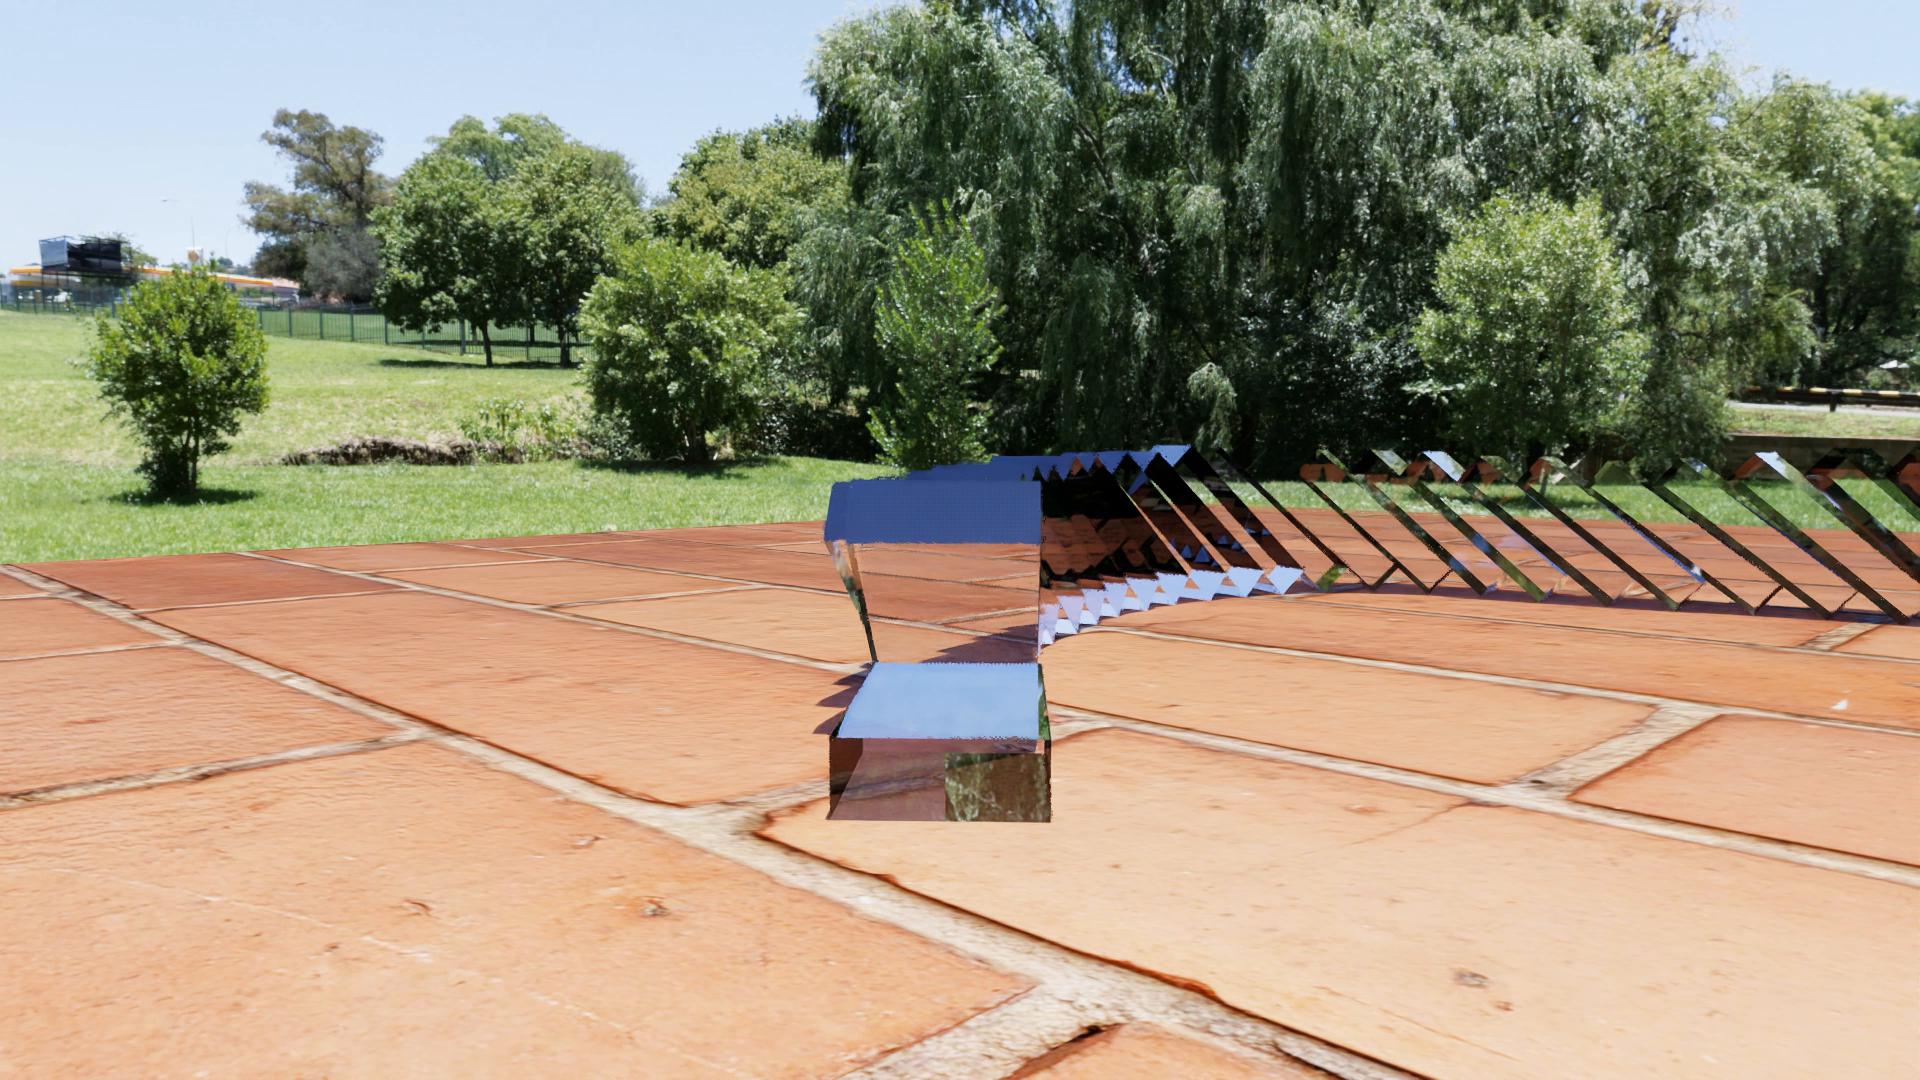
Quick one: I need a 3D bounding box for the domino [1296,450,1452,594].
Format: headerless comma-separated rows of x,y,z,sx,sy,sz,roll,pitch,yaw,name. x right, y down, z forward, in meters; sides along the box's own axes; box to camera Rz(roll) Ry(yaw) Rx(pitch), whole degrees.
0.122,-0.006,0.376,0.050,0.010,0.025,45,18,13,domino

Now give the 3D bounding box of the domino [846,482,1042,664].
-0.001,0.009,0.188,0.025,0.009,0.050,0,-31,3,domino

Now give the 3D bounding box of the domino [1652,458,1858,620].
0.204,-0.001,0.328,0.025,0.009,0.050,-5,46,-52,domino

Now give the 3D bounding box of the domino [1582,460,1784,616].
0.189,-0.002,0.336,0.050,0.010,0.025,44,25,23,domino

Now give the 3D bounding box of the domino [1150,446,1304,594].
0.074,-0.006,0.369,0.050,0.009,0.025,45,-8,-14,domino

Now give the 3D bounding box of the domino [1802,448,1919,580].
0.232,-0.001,0.310,0.025,0.009,0.050,-3,49,-37,domino

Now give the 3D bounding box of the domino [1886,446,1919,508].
0.246,-0.001,0.301,0.025,0.010,0.050,2,45,-21,domino

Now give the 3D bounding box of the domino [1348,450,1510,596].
0.138,-0.006,0.372,0.050,0.009,0.025,48,25,22,domino

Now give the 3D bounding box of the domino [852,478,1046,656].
-0.002,0.006,0.243,0.025,0.010,0.050,1,-30,19,domino

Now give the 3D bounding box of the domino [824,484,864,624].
-0.003,0.009,0.207,0.025,0.009,0.050,0,-31,10,domino

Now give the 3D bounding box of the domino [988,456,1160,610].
0.028,-0.001,0.322,0.025,0.010,0.050,4,-35,40,domino

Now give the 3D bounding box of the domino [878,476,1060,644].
0.002,0.005,0.259,0.025,0.009,0.050,2,-30,19,domino

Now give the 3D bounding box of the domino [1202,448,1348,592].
0.090,-0.007,0.378,0.050,0.009,0.025,43,4,-1,domino

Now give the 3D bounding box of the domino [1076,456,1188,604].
0.037,-0.002,0.336,0.025,0.009,0.050,5,-34,47,domino

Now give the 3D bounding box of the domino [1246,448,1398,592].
0.106,-0.007,0.379,0.050,0.010,0.025,44,12,8,domino

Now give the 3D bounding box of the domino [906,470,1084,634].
0.008,0.003,0.276,0.025,0.009,0.050,2,-31,23,domino

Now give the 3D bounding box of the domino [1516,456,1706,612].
0.174,-0.003,0.343,0.050,0.010,0.025,46,26,22,domino

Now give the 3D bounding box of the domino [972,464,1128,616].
0.019,0.001,0.307,0.025,0.010,0.050,3,-32,33,domino

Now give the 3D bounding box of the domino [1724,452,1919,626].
0.217,-0.001,0.319,0.025,0.009,0.050,-5,48,-48,domino

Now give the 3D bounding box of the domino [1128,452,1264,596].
0.060,-0.005,0.359,0.050,0.009,0.025,44,-16,-24,domino

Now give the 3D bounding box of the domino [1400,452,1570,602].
0.150,-0.005,0.363,0.050,0.010,0.025,48,27,22,domino

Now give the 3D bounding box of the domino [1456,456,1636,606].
0.162,-0.003,0.352,0.050,0.010,0.025,46,26,23,domino

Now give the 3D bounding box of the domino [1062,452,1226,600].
0.048,-0.004,0.348,0.050,0.009,0.025,46,-22,-29,domino

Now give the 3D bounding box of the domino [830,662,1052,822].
-0.001,0.025,0.169,0.025,0.009,0.050,0,4,2,domino

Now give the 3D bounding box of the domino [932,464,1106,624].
0.013,0.002,0.292,0.025,0.009,0.050,2,-33,28,domino

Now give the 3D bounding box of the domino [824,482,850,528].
-0.004,0.007,0.225,0.025,0.009,0.050,1,-30,15,domino
